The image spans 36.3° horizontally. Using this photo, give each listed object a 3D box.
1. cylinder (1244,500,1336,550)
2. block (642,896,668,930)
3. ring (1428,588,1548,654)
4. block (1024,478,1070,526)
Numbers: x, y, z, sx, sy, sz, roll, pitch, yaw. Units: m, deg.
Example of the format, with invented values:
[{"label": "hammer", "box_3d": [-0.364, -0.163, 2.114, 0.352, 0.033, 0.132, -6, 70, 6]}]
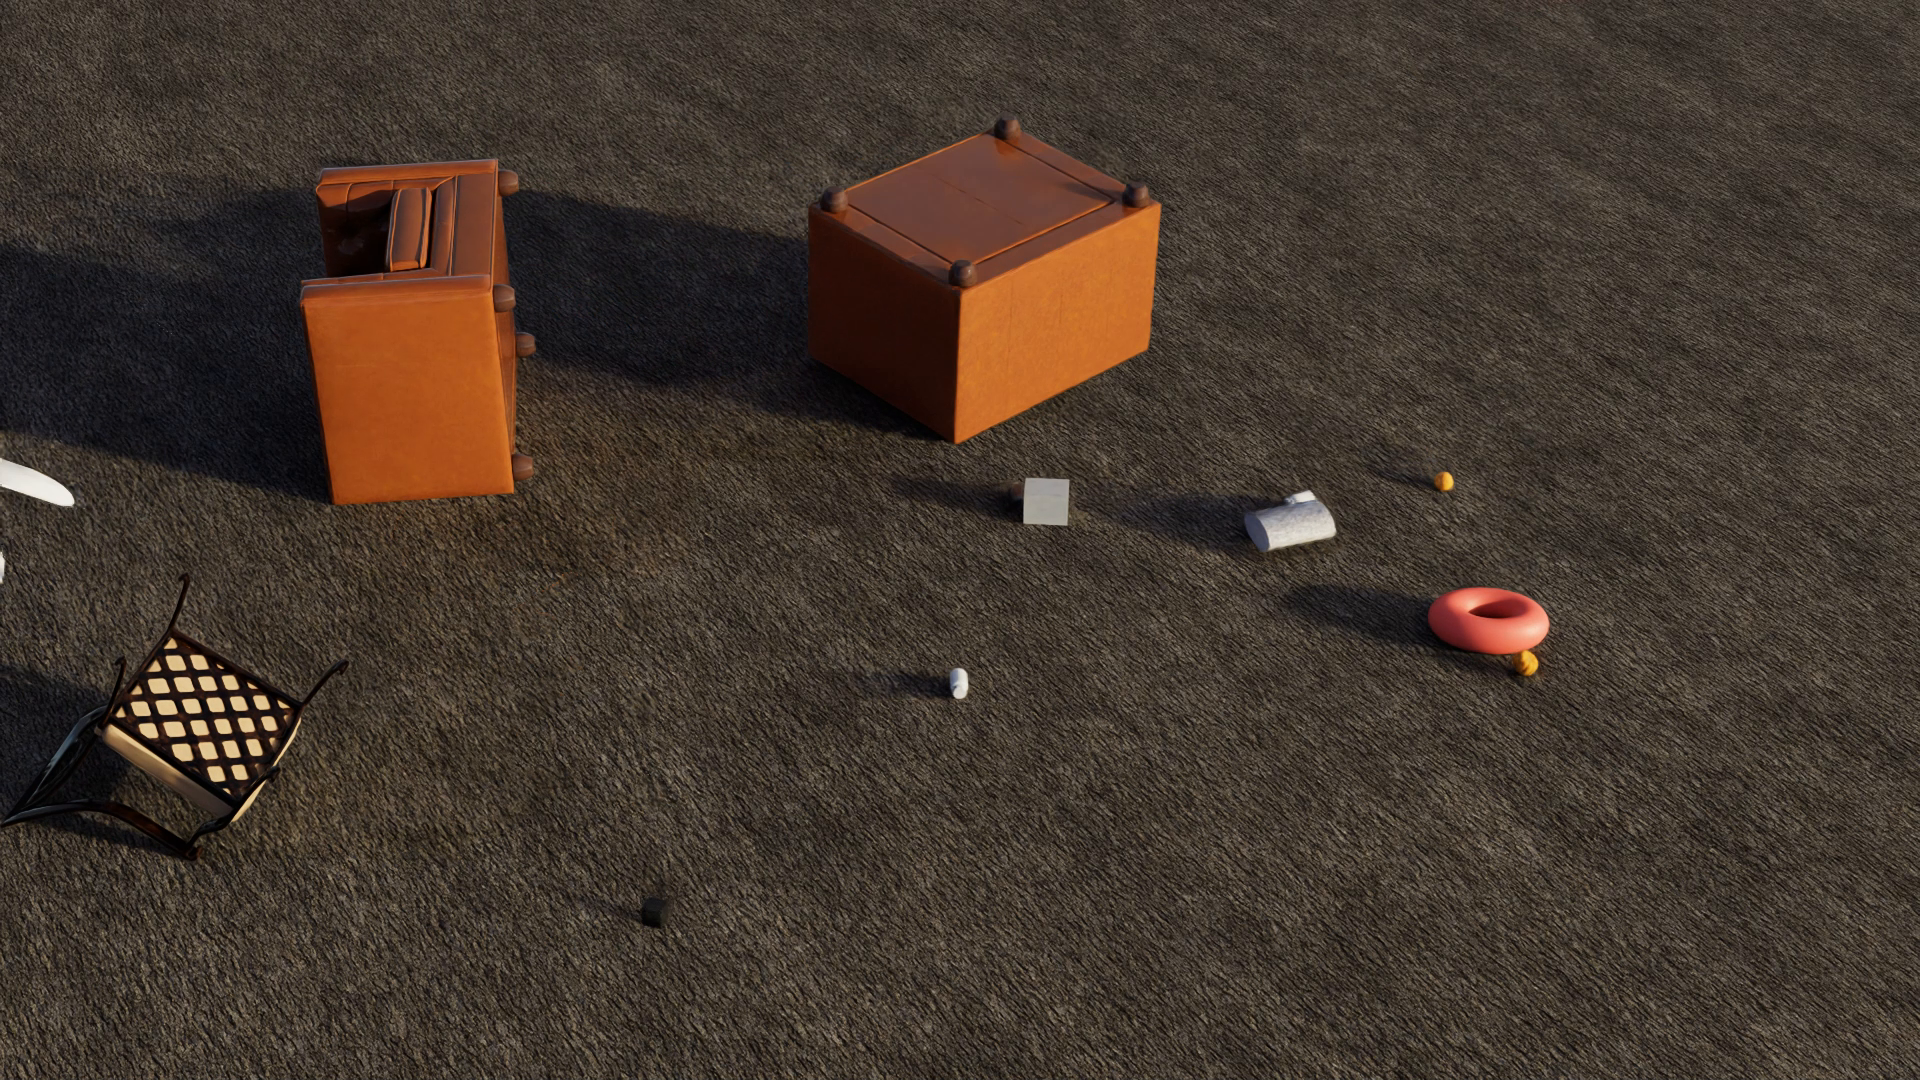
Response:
[{"label": "cylinder", "box_3d": [1.228, -0.056, 10.921, 0.269, 0.119, 0.222, -11, 30, -17]}, {"label": "block", "box_3d": [-0.949, 1.160, 9.122, 0.063, 0.068, 0.056, 12, 35, 17]}, {"label": "ring", "box_3d": [1.872, 0.285, 10.391, 0.426, 0.136, 0.300, 5, 32, 6]}, {"label": "block", "box_3d": [0.325, -0.145, 11.047, 0.165, 0.129, 0.120, 2, 33, 3]}]
